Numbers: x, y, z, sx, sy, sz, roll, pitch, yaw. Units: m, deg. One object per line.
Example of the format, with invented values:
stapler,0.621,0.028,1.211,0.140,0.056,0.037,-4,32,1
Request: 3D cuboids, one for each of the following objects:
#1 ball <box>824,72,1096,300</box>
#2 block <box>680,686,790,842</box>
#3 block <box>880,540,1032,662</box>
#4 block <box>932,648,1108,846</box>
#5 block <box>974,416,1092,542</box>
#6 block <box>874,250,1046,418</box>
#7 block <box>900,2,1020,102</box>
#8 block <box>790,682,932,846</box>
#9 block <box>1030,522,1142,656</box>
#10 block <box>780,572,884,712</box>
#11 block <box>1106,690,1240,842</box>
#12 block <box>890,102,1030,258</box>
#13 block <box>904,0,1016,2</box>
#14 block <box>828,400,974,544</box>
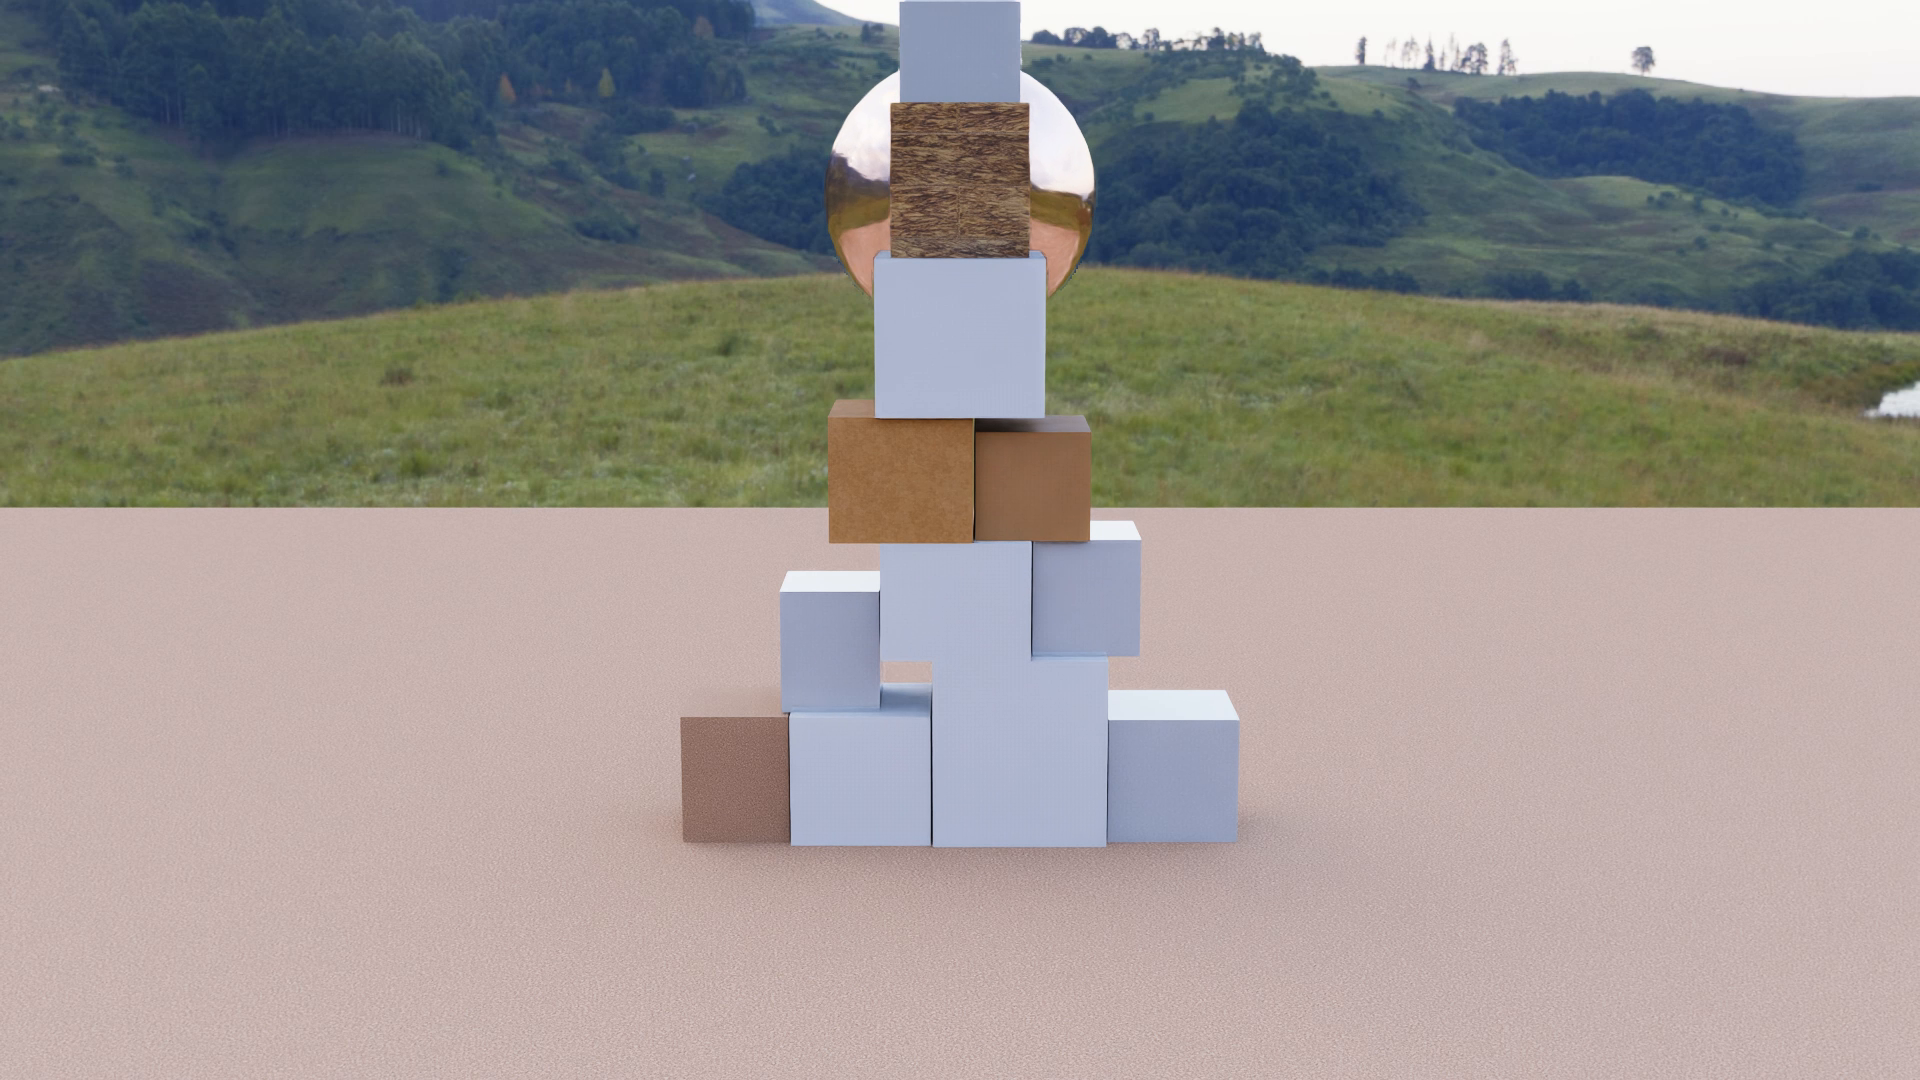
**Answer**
ball,0.000,-2.022,12.921,1.600,1.600,1.600,0,10,0
block,-1.132,1.154,11.386,0.540,0.655,0.622,0,10,0
block,-0.021,0.243,11.207,0.745,0.595,0.740,0,10,0
block,0.300,1.004,11.364,0.874,0.959,0.777,0,10,0
block,0.359,-0.321,11.135,0.568,0.542,0.671,0,10,0
block,0.000,-1.038,10.974,0.821,0.764,0.819,0,10,0
block,0.000,-2.373,10.744,0.578,0.470,0.565,0,10,0
block,-0.500,1.150,11.381,0.705,0.665,0.715,0,10,0
block,0.630,0.242,11.213,0.537,0.594,0.543,0,10,0
block,-0.651,0.516,11.274,0.495,0.621,0.524,0,10,0
block,1.075,1.163,11.384,0.656,0.639,0.607,0,10,0
block,0.000,-1.779,10.850,0.668,0.737,0.601,0,10,0
block,0.000,-2.868,10.668,0.528,0.532,0.517,0,10,0
block,-0.289,-0.356,11.098,0.707,0.623,0.744,0,10,0
